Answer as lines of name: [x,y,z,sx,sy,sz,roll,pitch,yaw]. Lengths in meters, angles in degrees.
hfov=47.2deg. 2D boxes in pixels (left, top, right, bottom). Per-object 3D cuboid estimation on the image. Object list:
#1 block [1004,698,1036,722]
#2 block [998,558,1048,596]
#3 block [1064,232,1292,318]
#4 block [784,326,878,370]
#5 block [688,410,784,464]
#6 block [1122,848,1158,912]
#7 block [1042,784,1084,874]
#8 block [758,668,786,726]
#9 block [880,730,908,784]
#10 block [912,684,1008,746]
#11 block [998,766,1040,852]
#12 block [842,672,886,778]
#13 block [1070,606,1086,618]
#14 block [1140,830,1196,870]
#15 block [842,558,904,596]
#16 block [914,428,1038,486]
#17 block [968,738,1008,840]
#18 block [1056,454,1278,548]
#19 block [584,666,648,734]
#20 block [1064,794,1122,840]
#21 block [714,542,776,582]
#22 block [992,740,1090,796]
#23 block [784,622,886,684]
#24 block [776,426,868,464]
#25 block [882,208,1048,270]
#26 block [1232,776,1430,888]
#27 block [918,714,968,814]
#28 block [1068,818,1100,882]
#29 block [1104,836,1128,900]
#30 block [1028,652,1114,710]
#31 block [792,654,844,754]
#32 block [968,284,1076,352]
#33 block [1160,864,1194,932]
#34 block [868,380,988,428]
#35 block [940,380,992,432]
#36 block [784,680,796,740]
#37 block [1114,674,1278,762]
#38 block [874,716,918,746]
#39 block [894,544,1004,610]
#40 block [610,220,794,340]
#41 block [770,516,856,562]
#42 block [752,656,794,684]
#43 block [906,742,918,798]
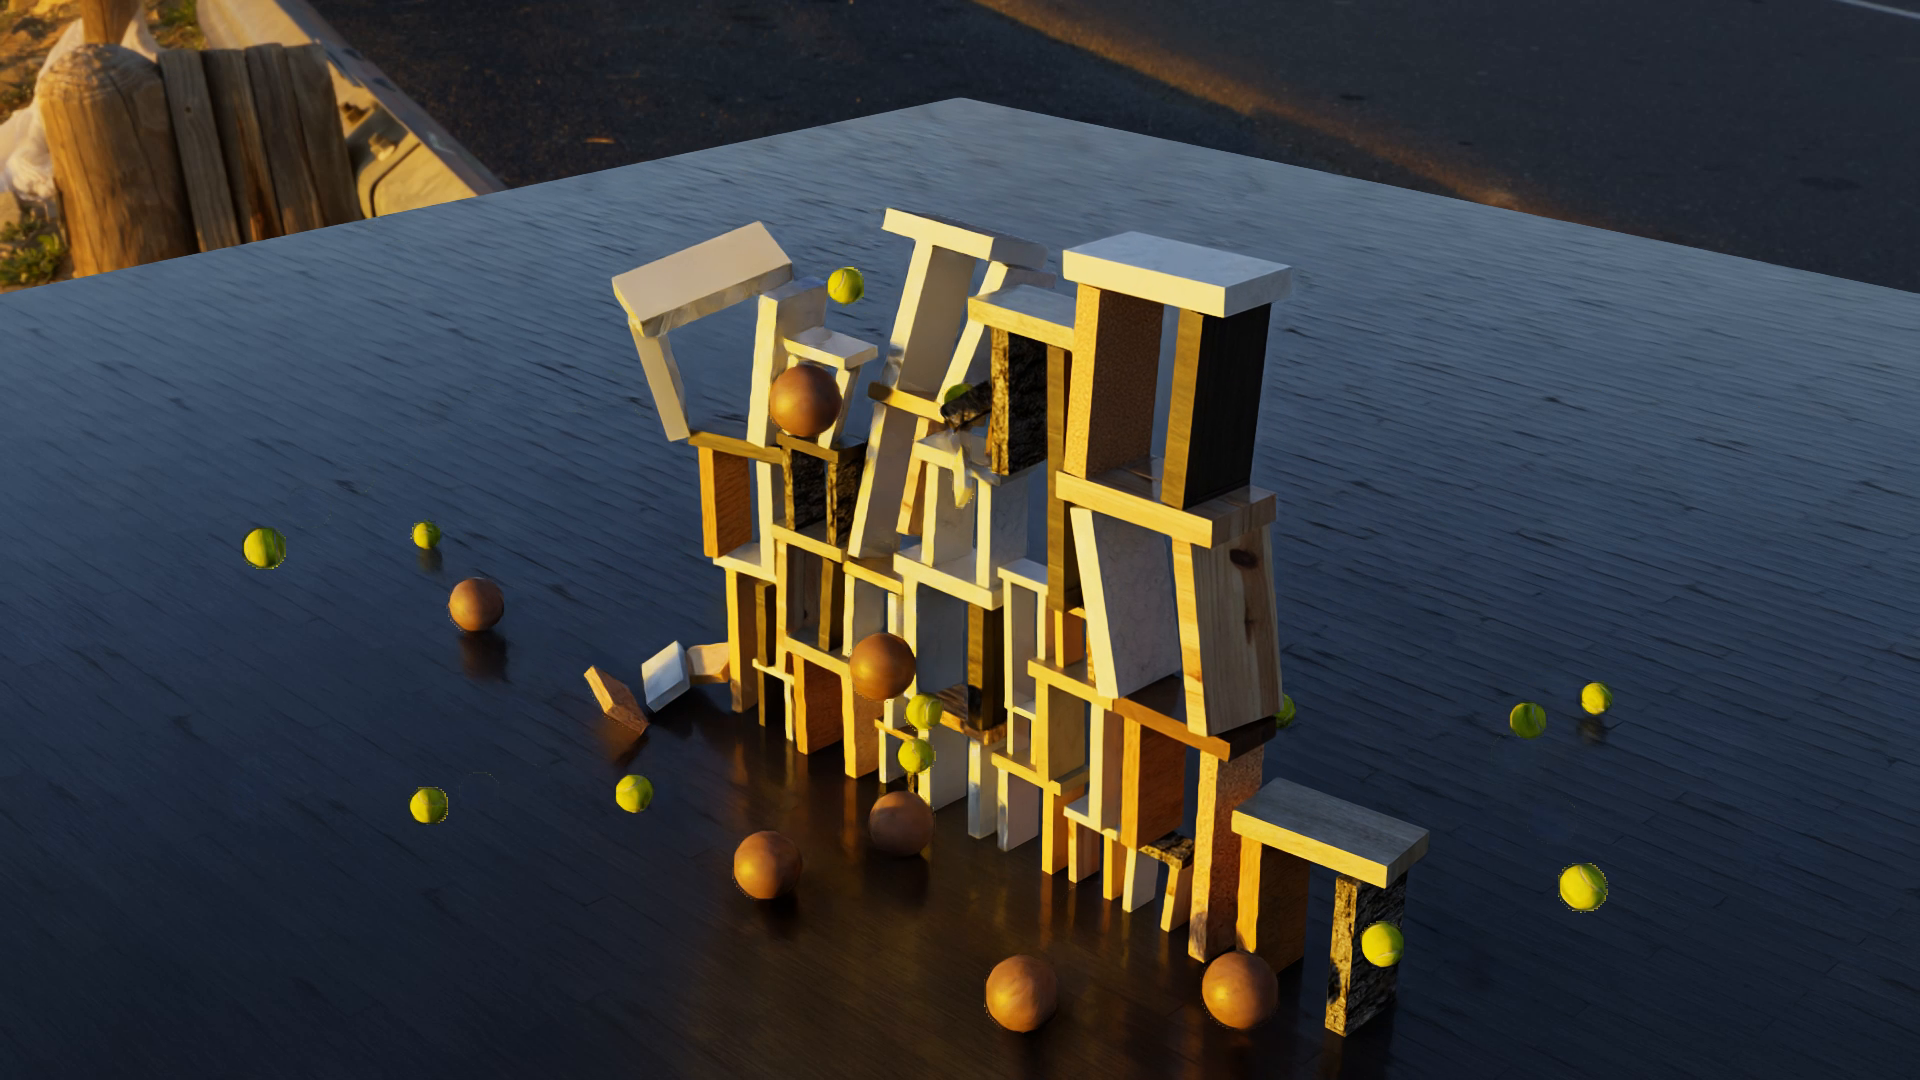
block: [0.135,0.323,4.217,0.094,0.013,0.047,21,31,41]
block: [0.142,0.069,4.098,0.133,0.019,0.067,21,31,41]
block: [0.357,-0.443,3.640,0.173,0.049,0.346,-21,30,-40]
block: [-0.255,-0.380,4.345,0.088,0.025,0.176,-26,34,-38]
block: [-0.433,-0.215,4.623,0.251,0.036,0.126,13,26,28]
block: [0.340,0.621,4.115,0.071,0.141,0.020,-21,35,-41]
block: [0.200,0.546,4.243,0.025,0.180,0.090,21,31,41]
block: [-0.407,0.333,4.801,0.019,0.137,0.068,22,31,40]
block: [-0.138,0.439,4.568,0.018,0.124,0.062,21,31,41]
block: [0.018,0.340,4.363,0.108,0.031,0.217,-20,30,-40]
block: [0.115,0.513,4.321,0.025,0.180,0.090,21,31,41]
block: [-0.190,0.372,4.589,0.032,0.229,0.114,19,30,41]
block: [0.228,0.120,4.022,0.116,0.016,0.058,21,31,40]
block: [0.376,0.560,4.049,0.071,0.020,0.141,-21,31,-40]
block: [-0.145,0.065,4.442,0.177,0.025,0.089,21,26,41]
block: [0.029,-0.158,4.134,0.214,0.030,0.107,20,30,37]
block: [0.067,0.475,4.362,0.108,0.217,0.031,-20,30,-40]
block: [0.354,-0.078,3.802,0.175,0.049,0.349,-22,30,-40]
block: [-0.754,0.349,4.826,0.100,0.028,0.200,35,5,-31]
block: [0.268,0.524,4.157,0.067,0.019,0.134,-21,31,-41]
block: [-0.428,0.045,4.732,0.190,0.027,0.095,16,28,33]
block: [0.157,0.435,4.242,0.180,0.026,0.090,21,31,41]
block: [-0.247,0.231,4.588,0.229,0.032,0.114,21,31,41]
block: [-0.276,-0.198,4.443,0.181,0.026,0.090,19,30,40]
block: [0.008,-0.580,4.226,0.150,0.043,0.301,2,16,-45]
block: [0.633,0.498,3.768,0.299,0.042,0.149,17,29,35]
block: [-0.035,0.435,4.456,0.031,0.217,0.108,21,31,40]
block: [0.238,0.583,4.215,0.067,0.134,0.019,-21,29,-41]
block: [0.301,0.608,4.156,0.067,0.134,0.019,-21,29,-41]
block: [0.237,0.252,4.068,0.104,0.029,0.208,-21,31,-41]
block: [-0.297,0.332,4.685,0.032,0.229,0.114,20,30,41]
block: [0.161,-0.394,3.891,0.139,0.039,0.277,-20,30,-40]
block: [0.409,0.648,4.051,0.071,0.141,0.020,-21,38,-40]
block: [-0.066,-0.270,4.368,0.114,0.032,0.229,3,14,-45]
block: [0.019,-0.245,4.028,0.103,0.015,0.052,-31,68,-13]
block: [-0.344,0.358,4.742,0.019,0.137,0.068,21,31,40]
block: [0.415,0.310,3.895,0.131,0.037,0.263,-21,31,-40]
block: [-0.109,0.385,4.513,0.124,0.018,0.062,21,31,40]
block: [0.011,0.062,4.255,0.264,0.037,0.132,21,30,40]
block: [-0.514,-0.522,4.402,0.327,0.046,0.163,-24,47,-15]
block: [-0.281,-0.010,4.534,0.210,0.030,0.105,19,30,39]
block: [-0.375,0.273,4.741,0.137,0.019,0.068,20,30,39]
block: [-0.080,0.462,4.514,0.018,0.124,0.062,21,31,41]
